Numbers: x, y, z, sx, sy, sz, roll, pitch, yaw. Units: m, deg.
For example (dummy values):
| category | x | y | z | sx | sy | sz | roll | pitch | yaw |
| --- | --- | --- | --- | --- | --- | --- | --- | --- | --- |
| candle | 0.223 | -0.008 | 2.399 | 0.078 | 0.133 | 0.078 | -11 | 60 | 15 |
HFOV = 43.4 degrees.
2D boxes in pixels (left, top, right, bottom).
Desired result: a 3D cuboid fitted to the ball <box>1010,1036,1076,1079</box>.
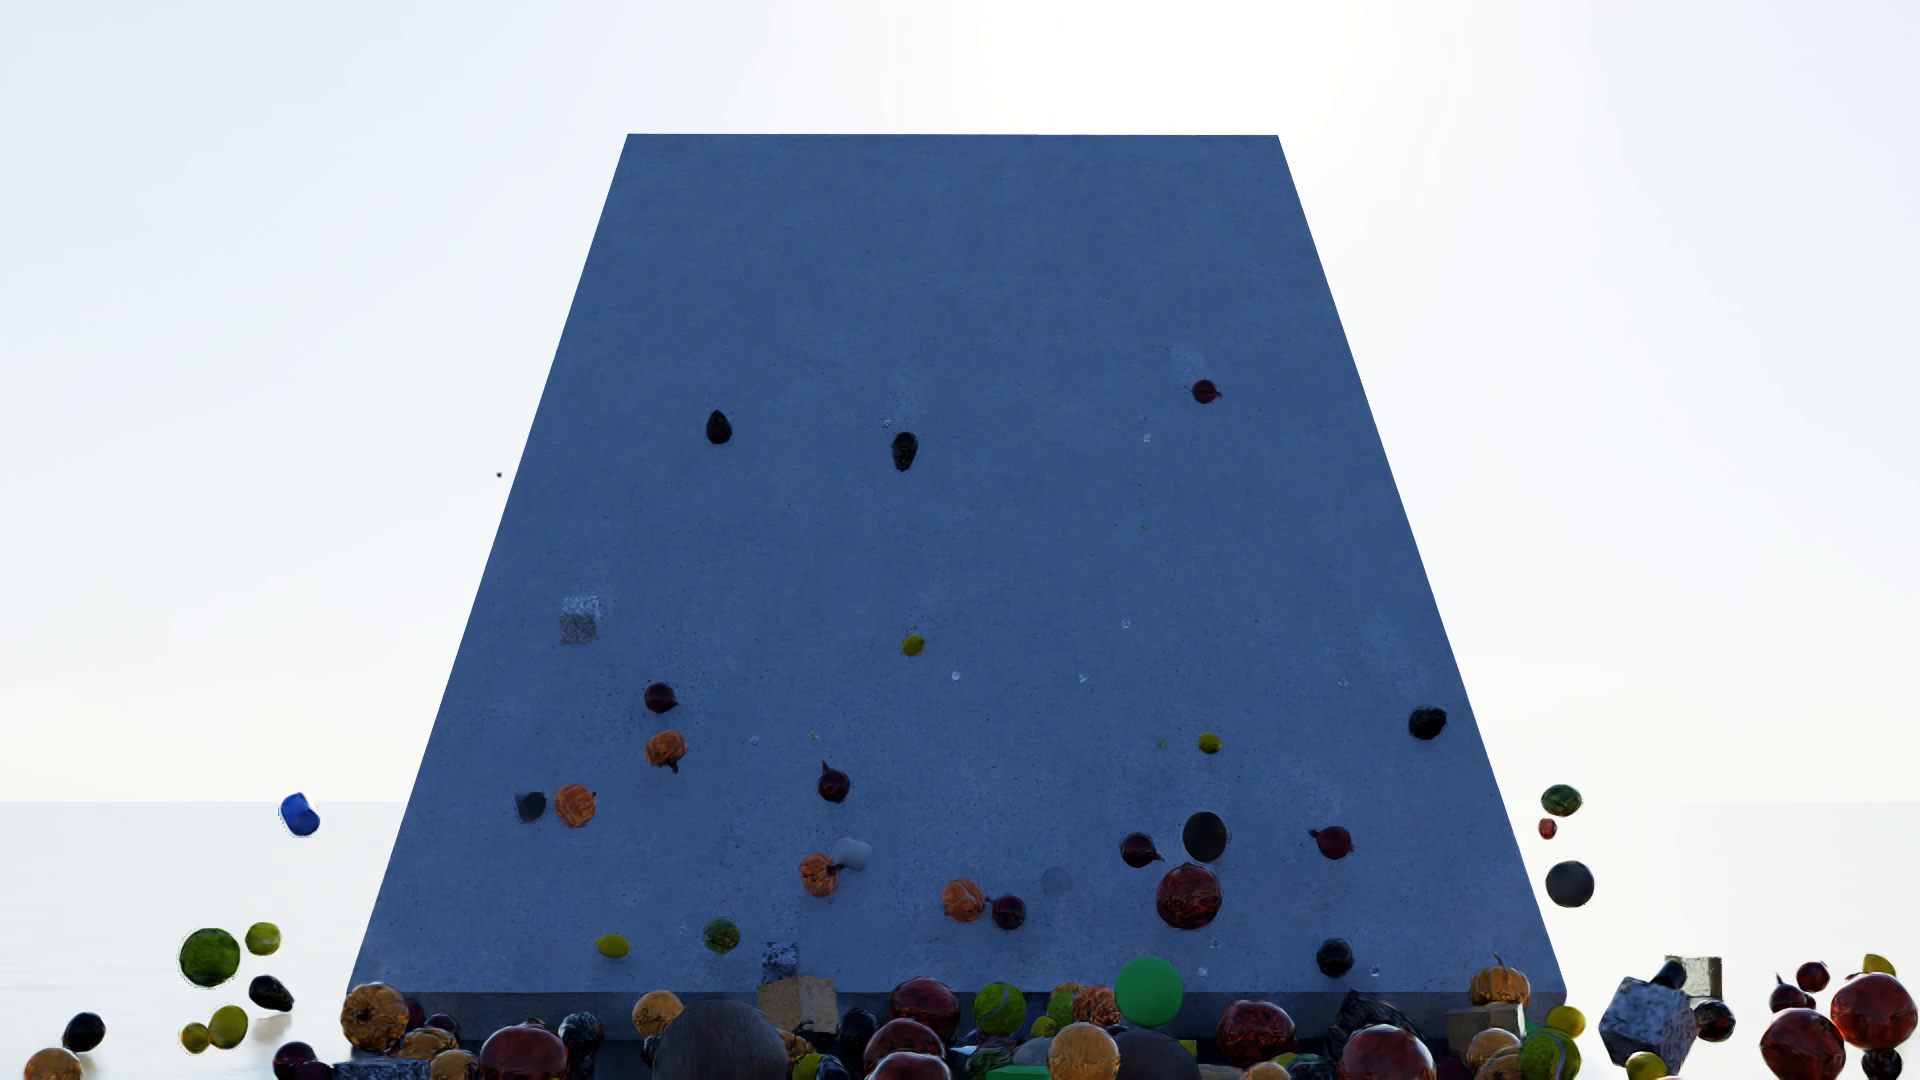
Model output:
| category | x | y | z | sx | sy | sz | roll | pitch | yaw |
| --- | --- | --- | --- | --- | --- | --- | --- | --- | --- |
| ball | 0.109 | 0.696 | 3.166 | 0.086 | 0.086 | 0.086 | 0 | -6 | 0 |

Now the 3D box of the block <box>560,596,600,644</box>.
| category | x | y | z | sx | sy | sz | roll | pitch | yaw |
| --- | --- | --- | --- | --- | --- | --- | --- | --- | --- |
| block | -0.768 | 0.161 | 4.883 | 0.069 | 0.069 | 0.069 | -1 | 30 | -2 |

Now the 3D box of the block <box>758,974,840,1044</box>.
| category | x | y | z | sx | sy | sz | roll | pitch | yaw |
| --- | --- | --- | --- | --- | --- | --- | --- | --- | --- |
| block | -0.235 | 0.685 | 3.514 | 0.080 | 0.080 | 0.080 | -22 | -26 | 32 |

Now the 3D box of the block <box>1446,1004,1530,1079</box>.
| category | x | y | z | sx | sy | sz | roll | pitch | yaw |
| --- | --- | --- | --- | --- | --- | --- | --- | --- | --- |
| block | 0.741 | 0.707 | 3.383 | 0.099 | 0.099 | 0.099 | -8 | -8 | 16 |

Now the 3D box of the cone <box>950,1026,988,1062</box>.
| category | x | y | z | sx | sy | sz | roll | pitch | yaw |
| --- | --- | --- | --- | --- | --- | --- | --- | --- | --- |
| cone | 0.010 | 0.730 | 3.486 | 0.052 | 0.052 | 0.052 | -8 | -5 | -5 |

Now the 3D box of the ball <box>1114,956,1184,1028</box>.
| category | x | y | z | sx | sy | sz | roll | pitch | yaw |
| --- | --- | --- | --- | --- | --- | --- | --- | --- | --- |
| ball | 0.237 | 0.565 | 3.021 | 0.089 | 0.089 | 0.089 | 0 | -6 | 0 |

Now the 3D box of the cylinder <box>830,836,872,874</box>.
| category | x | y | z | sx | sy | sz | roll | pitch | yaw |
| --- | --- | --- | --- | --- | --- | --- | --- | --- | --- |
| cylinder | -0.189 | 0.547 | 4.200 | 0.053 | 0.053 | 0.053 | 21 | -14 | -22 |

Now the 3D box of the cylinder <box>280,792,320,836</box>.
| category | x | y | z | sx | sy | sz | roll | pitch | yaw |
| --- | --- | --- | --- | --- | --- | --- | --- | --- | --- |
| cylinder | -1.251 | 0.521 | 4.577 | 0.060 | 0.060 | 0.060 | 4 | 26 | -35 |

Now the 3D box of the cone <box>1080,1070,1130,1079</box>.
| category | x | y | z | sx | sy | sz | roll | pitch | yaw |
| --- | --- | --- | --- | --- | --- | --- | --- | --- | --- |
| cone | 0.156 | 0.680 | 2.818 | 0.095 | 0.095 | 0.095 | 3 | -33 | -24 |

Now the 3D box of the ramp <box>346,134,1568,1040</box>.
| category | x | y | z | sx | sy | sz | roll | pitch | yaw |
| --- | --- | --- | --- | --- | --- | --- | --- | --- | --- |
| ramp | -0.013 | -0.211 | 5.707 | 2.000 | 0.100 | 4.000 | 0 | 30 | 0 |

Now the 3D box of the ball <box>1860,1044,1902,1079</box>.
| category | x | y | z | sx | sy | sz | roll | pitch | yaw |
| --- | --- | --- | --- | --- | --- | --- | --- | --- | --- |
| ball | 1.291 | 0.734 | 3.380 | 0.055 | 0.055 | 0.055 | 0 | -6 | 0 |

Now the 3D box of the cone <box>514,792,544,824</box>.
| category | x | y | z | sx | sy | sz | roll | pitch | yaw |
| --- | --- | --- | --- | --- | --- | --- | --- | --- | --- |
| cone | -0.787 | 0.469 | 4.343 | 0.059 | 0.059 | 0.059 | 5 | 24 | -39 |

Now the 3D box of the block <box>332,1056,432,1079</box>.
| category | x | y | z | sx | sy | sz | roll | pitch | yaw |
| --- | --- | --- | --- | --- | --- | --- | --- | --- | --- |
| block | -0.697 | 0.669 | 2.902 | 0.082 | 0.082 | 0.082 | -4 | -7 | 33 |

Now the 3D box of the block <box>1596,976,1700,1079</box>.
| category | x | y | z | sx | sy | sz | roll | pitch | yaw |
| --- | --- | --- | --- | --- | --- | --- | --- | --- | --- |
| block | 0.966 | 0.686 | 3.385 | 0.093 | 0.093 | 0.093 | 11 | -37 | 41 |

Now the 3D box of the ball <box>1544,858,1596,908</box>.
| category | x | y | z | sx | sy | sz | roll | pitch | yaw |
| --- | --- | --- | --- | --- | --- | --- | --- | --- | --- |
| ball | 1.078 | 0.608 | 4.266 | 0.087 | 0.087 | 0.087 | 0 | -6 | 0 |

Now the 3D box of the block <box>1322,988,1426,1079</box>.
| category | x | y | z | sx | sy | sz | roll | pitch | yaw |
| --- | --- | --- | --- | --- | --- | --- | --- | --- | --- |
| block | 0.560 | 0.681 | 3.274 | 0.089 | 0.089 | 0.089 | 26 | 6 | -10 |

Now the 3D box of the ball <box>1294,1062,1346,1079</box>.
| category | x | y | z | sx | sy | sz | roll | pitch | yaw |
| --- | --- | --- | --- | --- | --- | --- | --- | --- | --- |
| ball | 0.449 | 0.687 | 3.005 | 0.070 | 0.070 | 0.070 | 0 | -6 | 0 |

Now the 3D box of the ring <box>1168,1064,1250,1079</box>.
| category | x | y | z | sx | sy | sz | roll | pitch | yaw |
| --- | --- | --- | --- | --- | --- | --- | --- | --- | --- |
| ring | 0.335 | 0.728 | 3.238 | 0.114 | 0.038 | 0.114 | 1 | -6 | 0 |

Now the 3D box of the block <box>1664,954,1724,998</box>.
| category | x | y | z | sx | sy | sz | roll | pitch | yaw |
| --- | --- | --- | --- | --- | --- | --- | --- | --- | --- |
| block | 1.479 | 0.878 | 4.864 | 0.080 | 0.080 | 0.080 | 2 | -6 | -16 |

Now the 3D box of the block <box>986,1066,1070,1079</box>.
| category | x | y | z | sx | sy | sz | roll | pitch | yaw |
| --- | --- | --- | --- | --- | --- | --- | --- | --- | --- |
| block | 0.081 | 0.668 | 2.865 | 0.077 | 0.077 | 0.077 | -3 | -7 | 25 |

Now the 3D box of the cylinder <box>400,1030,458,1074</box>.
| category | x | y | z | sx | sy | sz | roll | pitch | yaw |
| --- | --- | --- | --- | --- | --- | --- | --- | --- | --- |
| cylinder | -0.770 | 0.743 | 3.501 | 0.061 | 0.061 | 0.061 | -2 | -6 | 22 |

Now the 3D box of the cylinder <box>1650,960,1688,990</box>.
| category | x | y | z | sx | sy | sz | roll | pitch | yaw |
| --- | --- | --- | --- | --- | --- | --- | --- | --- | --- |
| cylinder | 1.414 | 0.876 | 4.811 | 0.053 | 0.053 | 0.053 | -6 | 22 | 47 |

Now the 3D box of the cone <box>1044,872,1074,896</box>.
| category | x | y | z | sx | sy | sz | roll | pitch | yaw |
| --- | --- | --- | --- | --- | --- | --- | --- | --- | --- |
| cone | 0.168 | 0.588 | 4.189 | 0.054 | 0.054 | 0.054 | 1 | 22 | -9 |

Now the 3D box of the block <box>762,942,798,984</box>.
| category | x | y | z | sx | sy | sz | roll | pitch | yaw |
| --- | --- | --- | --- | --- | --- | --- | --- | --- | --- |
| block | -0.294 | 0.699 | 3.960 | 0.055 | 0.055 | 0.055 | 0 | 30 | 0 |

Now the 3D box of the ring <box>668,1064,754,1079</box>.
| category | x | y | z | sx | sy | sz | roll | pitch | yaw |
| --- | --- | --- | --- | --- | --- | --- | --- | --- | --- |
| ring | -0.333 | 0.725 | 3.225 | 0.120 | 0.040 | 0.120 | 1 | -7 | 0 |

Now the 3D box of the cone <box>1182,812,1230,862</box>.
| category | x | y | z | sx | sy | sz | roll | pitch | yaw |
| --- | --- | --- | --- | --- | --- | --- | --- | --- | --- |
| cone | 0.457 | 0.525 | 4.283 | 0.090 | 0.090 | 0.090 | -4 | -6 | 36 |
